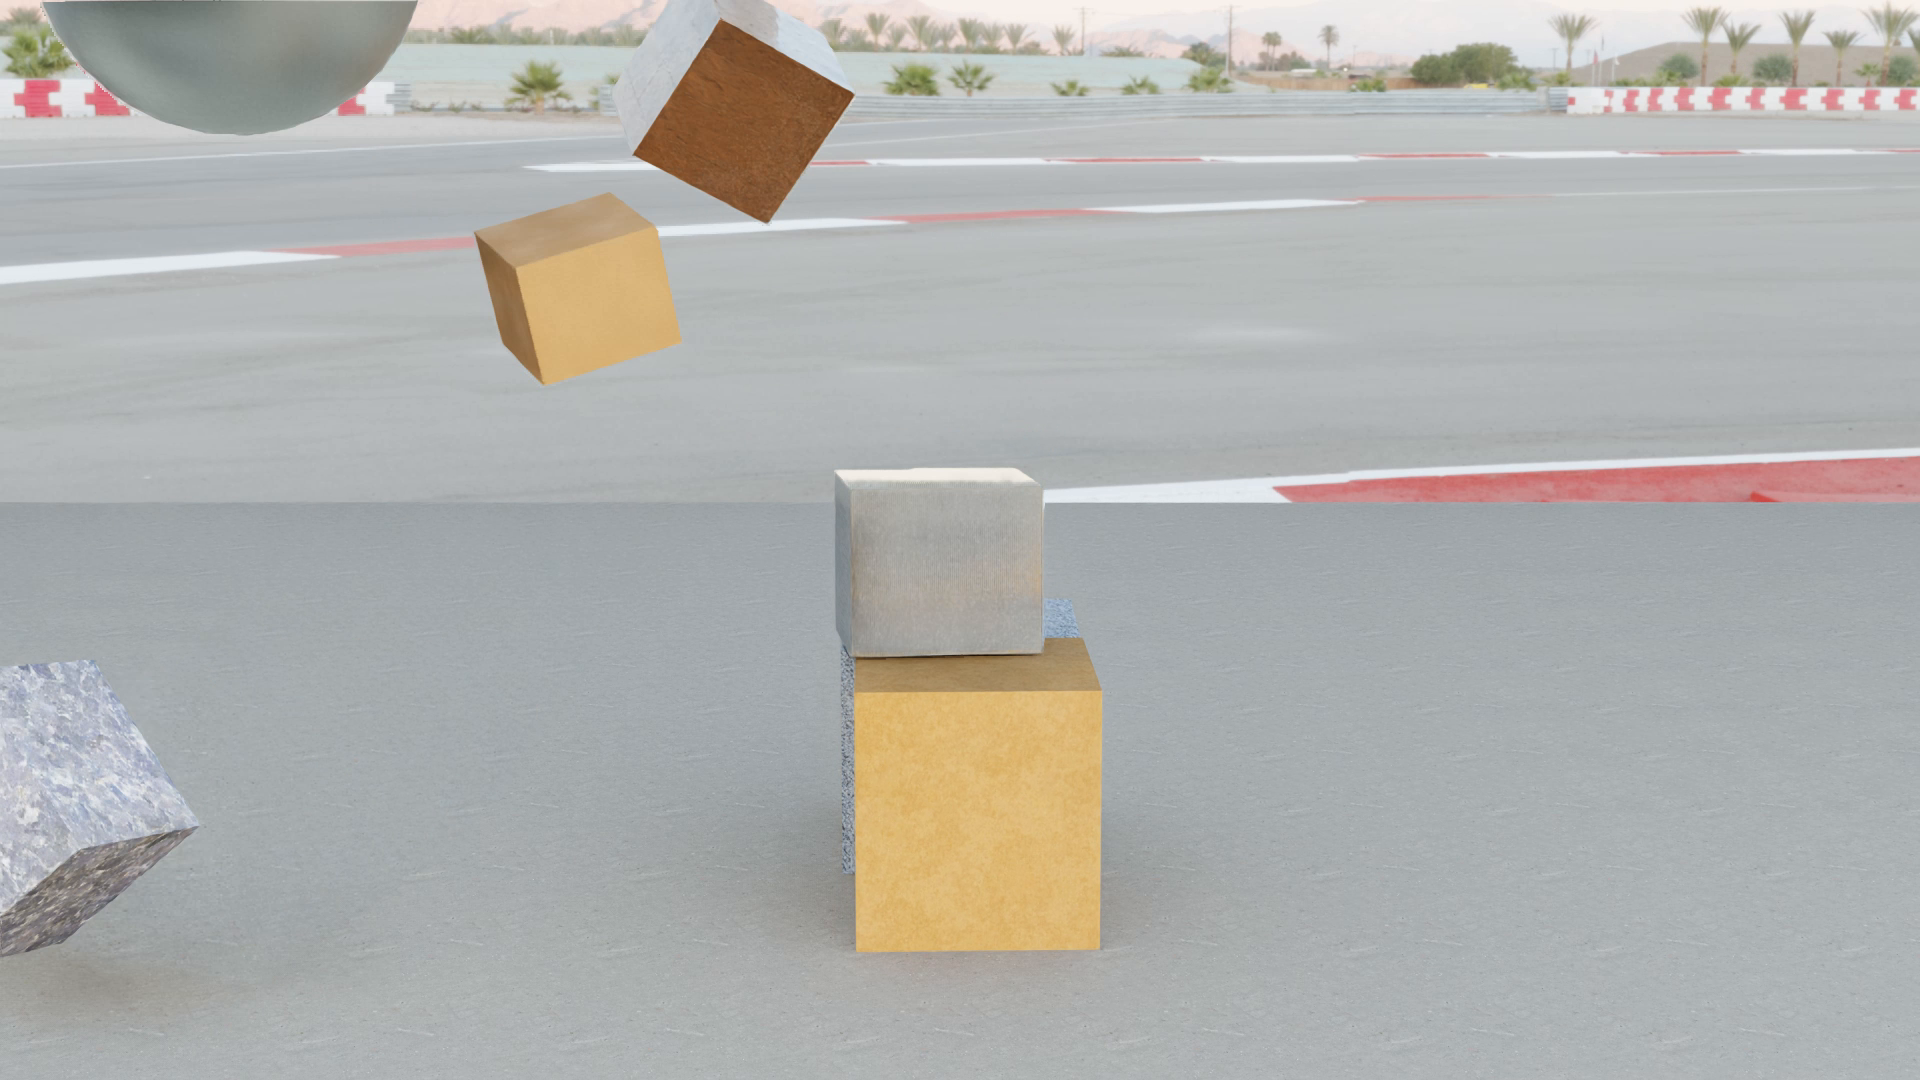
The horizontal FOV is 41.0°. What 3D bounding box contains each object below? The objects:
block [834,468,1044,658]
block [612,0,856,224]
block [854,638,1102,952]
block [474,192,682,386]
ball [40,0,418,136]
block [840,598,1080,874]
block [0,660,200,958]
[{"bbox_3d":[-0.105,0.083,11.101,0.807,0.706,0.788,-1,8,-8],"label":"block"},{"bbox_3d":[-1.160,-2.264,12.991,0.803,0.815,0.768,25,23,-30],"label":"block"},{"bbox_3d":[0.058,1.047,10.793,0.988,1.079,0.986,0,10,-2],"label":"block"},{"bbox_3d":[-1.792,-1.187,12.027,0.680,0.579,0.685,-20,28,-19],"label":"block"},{"bbox_3d":[-3.053,-2.499,10.726,1.600,1.600,1.600,0,10,0],"label":"ball"},{"bbox_3d":[0.004,0.883,11.862,1.065,1.018,1.105,0,10,-1],"label":"block"},{"bbox_3d":[-3.666,1.055,9.968,0.816,0.819,0.758,-39,-11,14],"label":"block"}]
